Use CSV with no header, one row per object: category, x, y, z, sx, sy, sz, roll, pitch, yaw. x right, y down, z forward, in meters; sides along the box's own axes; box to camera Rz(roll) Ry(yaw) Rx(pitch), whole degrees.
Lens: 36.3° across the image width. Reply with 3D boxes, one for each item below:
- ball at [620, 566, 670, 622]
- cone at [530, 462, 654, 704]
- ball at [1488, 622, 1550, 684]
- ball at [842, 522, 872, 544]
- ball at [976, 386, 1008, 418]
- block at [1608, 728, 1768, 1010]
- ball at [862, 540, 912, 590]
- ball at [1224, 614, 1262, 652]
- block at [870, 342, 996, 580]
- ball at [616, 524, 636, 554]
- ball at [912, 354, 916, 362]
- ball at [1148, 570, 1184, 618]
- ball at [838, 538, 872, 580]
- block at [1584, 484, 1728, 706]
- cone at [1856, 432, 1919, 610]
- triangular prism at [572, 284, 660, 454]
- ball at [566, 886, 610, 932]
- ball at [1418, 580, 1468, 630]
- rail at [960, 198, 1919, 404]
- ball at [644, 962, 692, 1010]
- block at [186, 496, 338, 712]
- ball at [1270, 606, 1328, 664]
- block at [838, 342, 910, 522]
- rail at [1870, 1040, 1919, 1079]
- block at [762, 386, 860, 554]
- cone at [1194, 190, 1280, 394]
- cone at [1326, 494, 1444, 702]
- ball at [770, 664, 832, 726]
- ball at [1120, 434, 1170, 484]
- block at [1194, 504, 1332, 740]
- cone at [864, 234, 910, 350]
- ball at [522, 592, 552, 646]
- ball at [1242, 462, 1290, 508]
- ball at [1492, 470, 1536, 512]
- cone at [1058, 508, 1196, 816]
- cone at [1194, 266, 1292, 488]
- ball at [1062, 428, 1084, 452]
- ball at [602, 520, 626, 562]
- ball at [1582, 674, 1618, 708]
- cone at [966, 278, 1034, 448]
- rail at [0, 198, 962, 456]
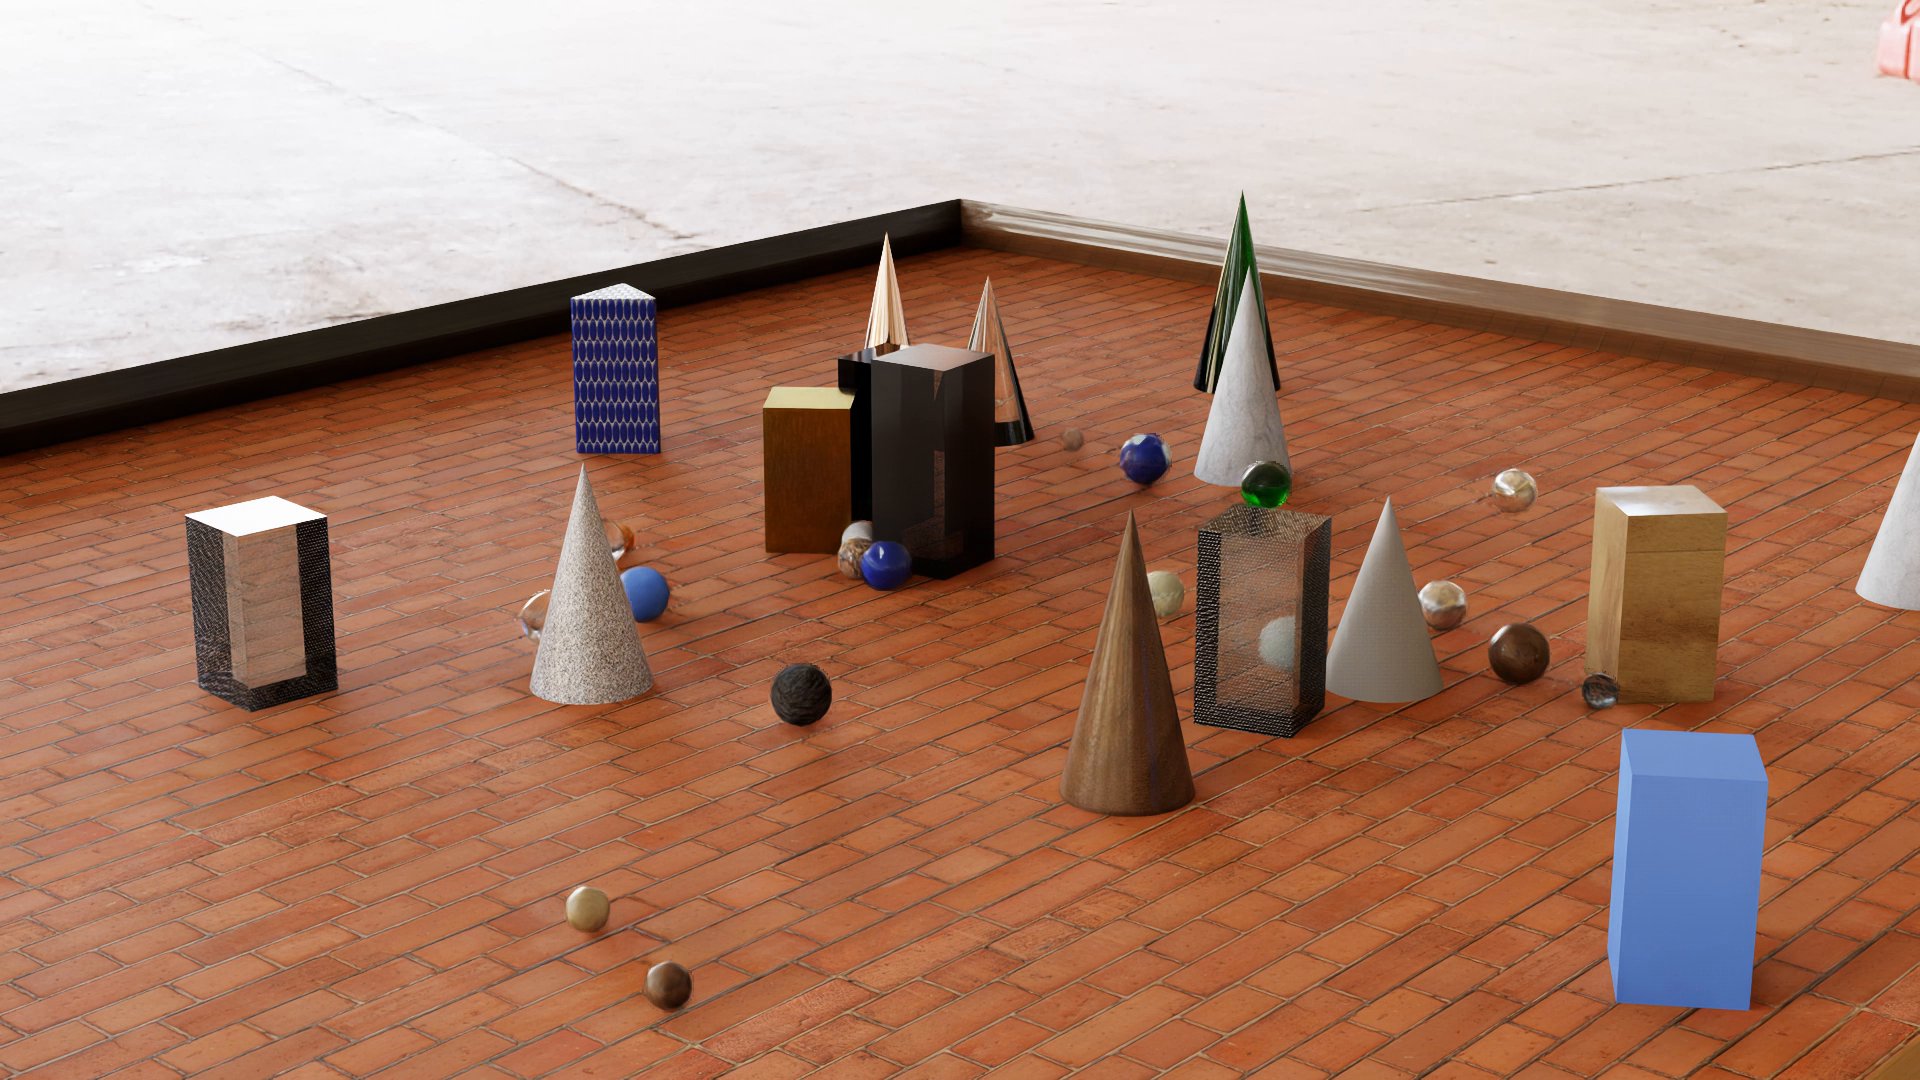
ball,-0.541,0.092,4.983,0.095,0.095,0.095,0,17,0
cone,-0.589,0.054,4.638,0.198,0.368,0.198,0,17,0
ball,0.893,0.181,4.682,0.098,0.098,0.098,0,17,0
ball,-0.181,0.001,5.329,0.069,0.069,0.069,0,17,0
ball,0.069,-0.298,6.328,0.066,0.066,0.066,0,17,0
block,0.890,0.403,3.600,0.158,0.298,0.158,2,17,8
ball,-0.128,0.044,5.154,0.089,0.089,0.089,0,17,0
ball,0.467,0.153,4.835,0.064,0.064,0.064,0,17,0
block,-0.047,-0.143,5.264,0.158,0.383,0.158,11,20,33
ball,-0.621,-0.002,5.360,0.057,0.057,0.057,0,17,0
ball,-0.138,-0.408,6.686,0.070,0.070,0.070,0,17,0
ball,0.343,0.092,5.006,0.081,0.081,0.081,0,17,0
ball,-0.181,0.033,5.216,0.075,0.075,0.075,0,17,0
block,1.097,0.086,4.633,0.158,0.310,0.158,-2,17,-6
cone,1.673,-0.076,5.091,0.198,0.354,0.198,0,17,0
triangular prism,-0.703,-0.356,6.072,0.171,0.325,0.148,0,17,1
ball,-0.479,0.475,3.776,0.058,0.058,0.058,0,17,0
ball,0.811,0.110,4.940,0.085,0.085,0.085,0,17,0
rail,1.566,-0.488,6.847,4.189,0.129,0.045,14,22,39
ball,-0.354,0.541,3.557,0.059,0.059,0.059,0,17,0
block,-1.101,0.099,4.628,0.158,0.287,0.158,-15,23,-41
ball,0.552,0.155,4.776,0.094,0.094,0.094,0,17,0
block,-0.120,-0.201,5.585,0.158,0.309,0.158,11,20,31
rail,1.564,0.424,3.820,0.045,0.129,4.824,14,22,39
block,-0.273,-0.129,5.408,0.158,0.274,0.158,1,17,3
cone,0.624,-0.563,6.543,0.198,0.449,0.198,0,17,0
cone,0.675,0.078,4.654,0.198,0.312,0.198,0,17,0
ball,-0.243,0.238,4.499,0.095,0.095,0.095,0,17,0
ball,0.366,-0.161,5.816,0.099,0.099,0.099,0,17,0
block,0.465,0.123,4.505,0.158,0.312,0.158,8,18,24
cone,-0.144,-0.373,5.841,0.198,0.490,0.198,0,17,0
ball,-0.678,0.132,4.853,0.094,0.094,0.094,0,17,0
ball,0.587,-0.102,5.628,0.094,0.094,0.094,0,17,0
ball,1.062,-0.094,5.620,0.084,0.084,0.084,0,17,0
cone,0.242,0.157,4.184,0.198,0.431,0.198,0,17,0
cone,0.569,-0.337,5.832,0.198,0.426,0.198,0,17,0
ball,0.233,-0.207,6.059,0.046,0.046,0.046,0,17,0
ball,-0.647,0.006,5.284,0.087,0.087,0.087,0,17,0
ball,0.998,0.235,4.577,0.055,0.055,0.055,0,17,0
cone,0.059,-0.385,6.138,0.198,0.343,0.198,0,17,0
rail,-1.564,-0.359,6.420,0.045,0.129,4.824,14,22,39
